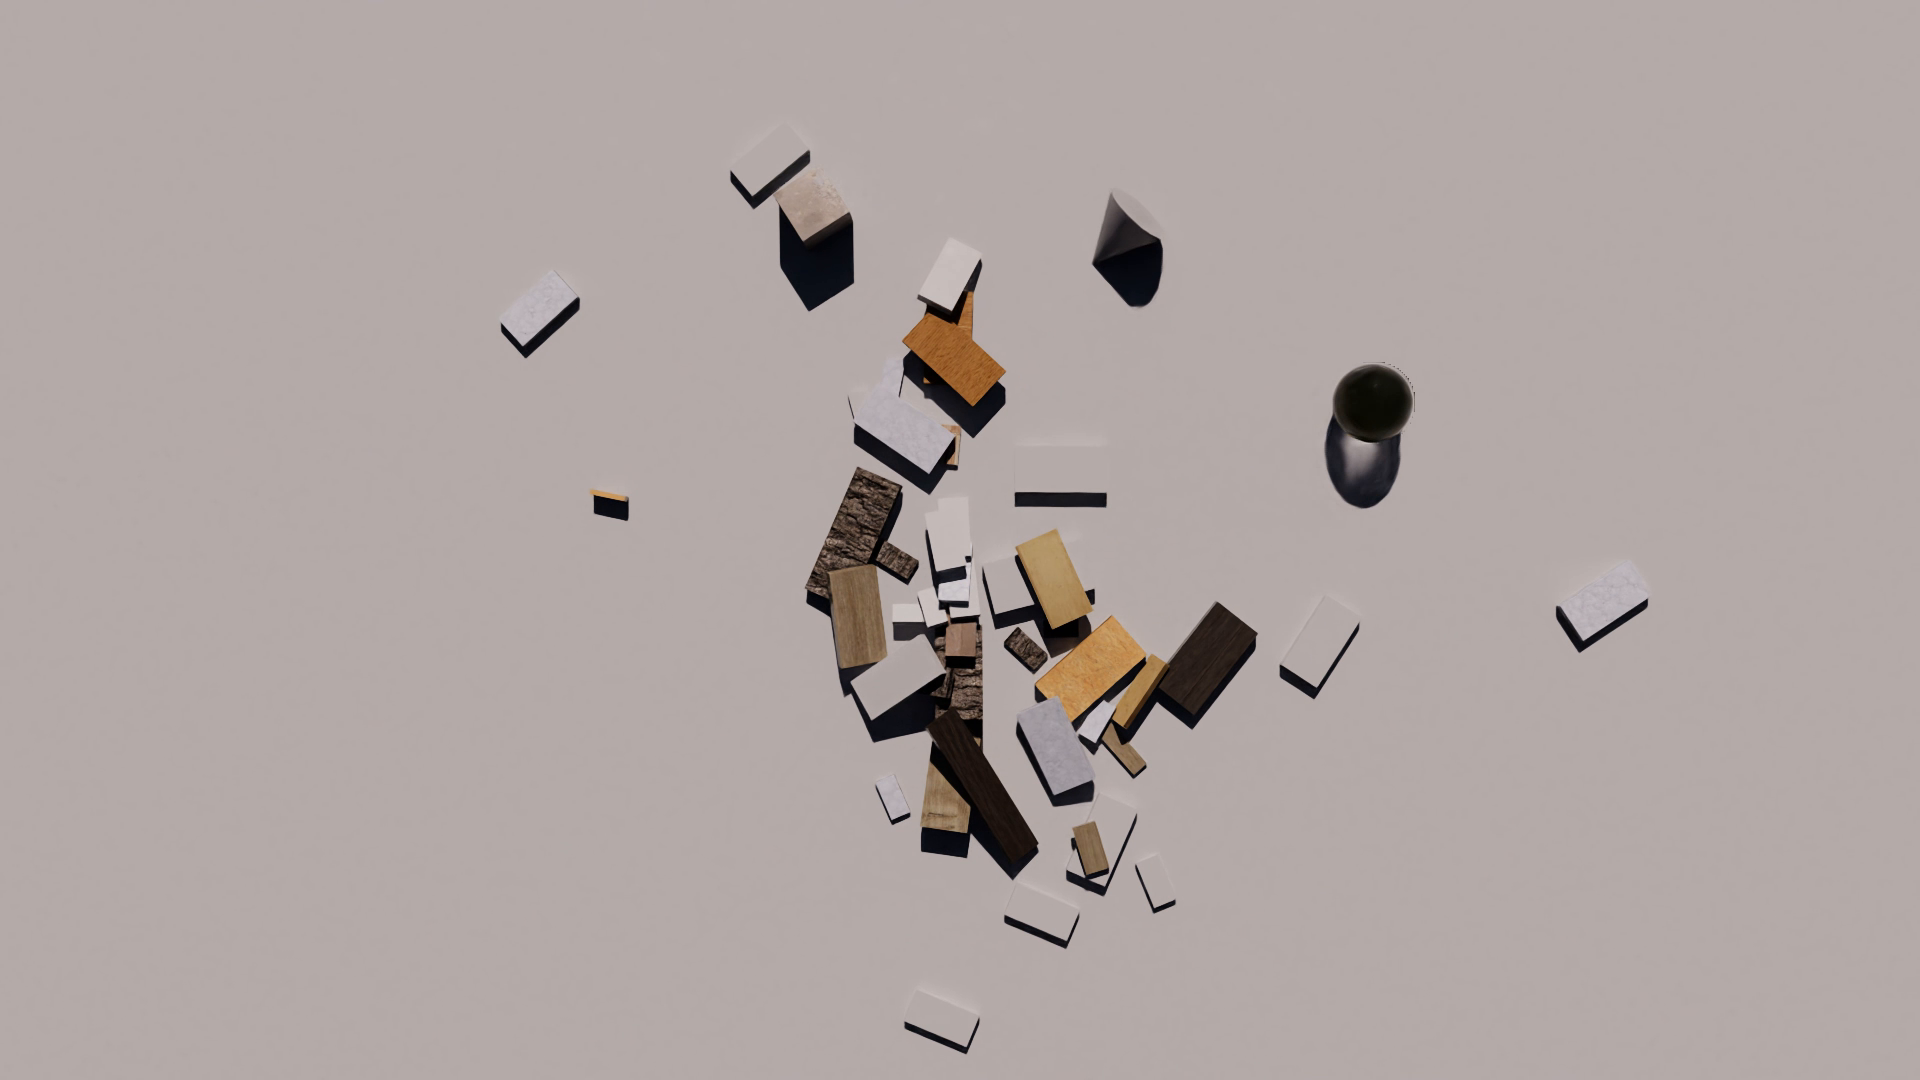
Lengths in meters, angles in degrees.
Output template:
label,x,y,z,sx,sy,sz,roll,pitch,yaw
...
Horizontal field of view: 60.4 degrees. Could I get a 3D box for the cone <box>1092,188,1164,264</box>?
label,x,y,z,sx,sy,sz,roll,pitch,yaw
cone,0.511,-0.994,5.448,0.234,0.234,0.234,44,117,0

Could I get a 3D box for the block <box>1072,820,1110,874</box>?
label,x,y,z,sx,sy,sz,roll,pitch,yaw
block,0.432,1.016,5.450,0.080,0.023,0.160,-17,90,0

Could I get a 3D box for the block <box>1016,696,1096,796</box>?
label,x,y,z,sx,sy,sz,roll,pitch,yaw
block,0.317,0.679,5.451,0.149,0.042,0.297,-24,94,14

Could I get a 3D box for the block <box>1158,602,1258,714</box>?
label,x,y,z,sx,sy,sz,roll,pitch,yaw
block,0.813,0.391,5.476,0.172,0.049,0.344,38,90,0

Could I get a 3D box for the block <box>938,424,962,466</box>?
label,x,y,z,sx,sy,sz,roll,pitch,yaw
block,-0.034,-0.317,5.491,0.065,0.018,0.130,5,90,0

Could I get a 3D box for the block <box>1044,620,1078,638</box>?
label,x,y,z,sx,sy,sz,roll,pitch,yaw
block,0.336,0.295,5.492,0.116,0.016,0.058,-2,90,0

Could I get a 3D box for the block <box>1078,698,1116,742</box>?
label,x,y,z,sx,sy,sz,roll,pitch,yaw
block,0.456,0.599,5.478,0.068,0.019,0.136,30,88,19

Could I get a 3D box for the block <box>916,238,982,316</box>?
label,x,y,z,sx,sy,sz,roll,pitch,yaw
block,-0.033,-0.870,5.438,0.122,0.035,0.245,27,68,0

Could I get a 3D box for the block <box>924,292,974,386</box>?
label,x,y,z,sx,sy,sz,roll,pitch,yaw
block,-0.038,-0.670,5.478,0.153,0.043,0.307,2,90,0

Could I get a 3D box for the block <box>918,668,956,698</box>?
label,x,y,z,sx,sy,sz,roll,pitch,yaw
block,-0.115,0.457,5.422,0.196,0.028,0.098,7,83,30

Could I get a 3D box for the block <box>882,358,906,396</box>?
label,x,y,z,sx,sy,sz,roll,pitch,yaw
block,-0.226,-0.538,5.491,0.065,0.018,0.130,11,90,0

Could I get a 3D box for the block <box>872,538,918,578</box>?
label,x,y,z,sx,sy,sz,roll,pitch,yaw
block,-0.216,0.063,5.490,0.142,0.020,0.071,32,90,0

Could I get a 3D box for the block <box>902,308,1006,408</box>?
label,x,y,z,sx,sy,sz,roll,pitch,yaw
block,-0.020,-0.605,5.434,0.319,0.045,0.159,43,90,0

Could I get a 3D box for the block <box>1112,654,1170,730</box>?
label,x,y,z,sx,sy,sz,roll,pitch,yaw
block,0.594,0.501,5.461,0.023,0.080,0.254,34,90,-37

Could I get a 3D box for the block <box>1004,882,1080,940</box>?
label,x,y,z,sx,sy,sz,roll,pitch,yaw
block,0.272,1.234,5.484,0.225,0.032,0.113,23,90,0

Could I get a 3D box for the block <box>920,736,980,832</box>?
label,x,y,z,sx,sy,sz,roll,pitch,yaw
block,-0.032,0.796,5.434,0.156,0.044,0.312,8,90,0

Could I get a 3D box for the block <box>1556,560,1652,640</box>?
label,x,y,z,sx,sy,sz,roll,pitch,yaw
block,2.141,0.200,5.480,0.276,0.039,0.138,-34,90,0

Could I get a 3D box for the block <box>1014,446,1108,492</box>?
label,x,y,z,sx,sy,sz,roll,pitch,yaw
block,0.335,-0.235,5.478,0.307,0.043,0.153,0,90,0

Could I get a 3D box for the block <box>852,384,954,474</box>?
label,x,y,z,sx,sy,sz,roll,pitch,yaw
block,-0.185,-0.368,5.460,0.307,0.043,0.153,34,90,0

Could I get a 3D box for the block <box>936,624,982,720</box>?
label,x,y,z,sx,sy,sz,roll,pitch,yaw
block,-0.003,0.438,5.446,0.156,0.044,0.312,0,78,0

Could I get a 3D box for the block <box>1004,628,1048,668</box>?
label,x,y,z,sx,sy,sz,roll,pitch,yaw
block,0.219,0.359,5.490,0.136,0.019,0.068,43,90,0

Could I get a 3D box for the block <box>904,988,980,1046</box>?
label,x,y,z,sx,sy,sz,roll,pitch,yaw
block,-0.061,1.586,5.484,0.225,0.032,0.113,23,90,0

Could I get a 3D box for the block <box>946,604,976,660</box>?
label,x,y,z,sx,sy,sz,roll,pitch,yaw
block,0.004,0.293,5.437,0.098,0.028,0.196,2,68,1

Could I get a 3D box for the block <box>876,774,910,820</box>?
label,x,y,z,sx,sy,sz,roll,pitch,yaw
block,-0.223,0.855,5.490,0.068,0.019,0.136,-24,90,0

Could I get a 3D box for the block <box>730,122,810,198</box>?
label,x,y,z,sx,sy,sz,roll,pitch,yaw
block,-0.633,-1.265,5.483,0.245,0.035,0.122,-40,90,0

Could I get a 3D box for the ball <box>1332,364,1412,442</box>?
label,x,y,z,sx,sy,sz,roll,pitch,yaw
ball,1.343,-0.445,5.372,0.255,0.255,0.255,0,90,0

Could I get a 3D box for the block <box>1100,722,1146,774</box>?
label,x,y,z,sx,sy,sz,roll,pitch,yaw
block,0.534,0.688,5.492,0.058,0.016,0.198,-41,90,0

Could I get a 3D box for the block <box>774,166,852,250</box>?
label,x,y,z,sx,sy,sz,roll,pitch,yaw
block,-0.479,-1.088,5.410,0.179,0.179,0.179,-32,90,0

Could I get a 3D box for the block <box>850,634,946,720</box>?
label,x,y,z,sx,sy,sz,roll,pitch,yaw
block,-0.203,0.451,5.416,0.297,0.042,0.149,-35,76,19

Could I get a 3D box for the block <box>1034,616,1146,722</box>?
label,x,y,z,sx,sy,sz,roll,pitch,yaw
block,0.434,0.428,5.476,0.344,0.049,0.172,-42,90,0

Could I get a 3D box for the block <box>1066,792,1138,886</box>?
label,x,y,z,sx,sy,sz,roll,pitch,yaw
block,0.471,0.993,5.480,0.138,0.039,0.276,23,90,0

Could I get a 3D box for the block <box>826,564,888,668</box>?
label,x,y,z,sx,sy,sz,roll,pitch,yaw
block,-0.338,0.250,5.425,0.159,0.045,0.319,-10,101,-17

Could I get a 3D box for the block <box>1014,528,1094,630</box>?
label,x,y,z,sx,sy,sz,roll,pitch,yaw
block,0.309,0.128,5.430,0.149,0.042,0.297,-24,90,0

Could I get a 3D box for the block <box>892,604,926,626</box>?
label,x,y,z,sx,sy,sz,roll,pitch,yaw
block,-0.152,0.248,5.470,0.142,0.020,0.071,0,52,0

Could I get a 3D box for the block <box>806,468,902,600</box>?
label,x,y,z,sx,sy,sz,roll,pitch,yaw
block,-0.352,-0.009,5.467,0.159,0.045,0.440,23,90,7

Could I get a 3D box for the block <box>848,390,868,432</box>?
label,x,y,z,sx,sy,sz,roll,pitch,yaw
block,-0.325,-0.432,5.491,0.065,0.018,0.130,-16,90,0

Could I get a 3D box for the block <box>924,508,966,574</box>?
label,x,y,z,sx,sy,sz,roll,pitch,yaw
block,-0.048,0.001,5.419,0.100,0.028,0.201,-12,75,-1

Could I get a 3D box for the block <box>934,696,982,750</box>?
label,x,y,z,sx,sy,sz,roll,pitch,yaw
block,-0.005,0.654,5.478,0.156,0.044,0.312,0,90,0

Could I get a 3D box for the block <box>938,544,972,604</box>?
label,x,y,z,sx,sy,sz,roll,pitch,yaw
block,-0.015,0.108,5.444,0.100,0.028,0.201,3,70,3

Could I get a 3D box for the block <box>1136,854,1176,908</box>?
label,x,y,z,sx,sy,sz,roll,pitch,yaw
block,0.652,1.133,5.489,0.080,0.023,0.160,-22,90,0

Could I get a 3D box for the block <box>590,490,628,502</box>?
label,x,y,z,sx,sy,sz,roll,pitch,yaw
block,-1.164,-0.148,5.471,0.116,0.058,0.016,12,90,0

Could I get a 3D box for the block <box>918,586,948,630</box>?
label,x,y,z,sx,sy,sz,roll,pitch,yaw
block,-0.089,0.224,5.452,0.071,0.020,0.142,-17,56,0

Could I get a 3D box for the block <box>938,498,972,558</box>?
label,x,y,z,sx,sy,sz,roll,pitch,yaw
block,-0.018,-0.039,5.459,0.100,0.028,0.201,-3,75,1

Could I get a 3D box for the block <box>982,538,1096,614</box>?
label,x,y,z,sx,sy,sz,roll,pitch,yaw
block,0.262,0.119,5.476,0.344,0.049,0.172,-14,90,0

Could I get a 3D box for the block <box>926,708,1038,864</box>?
label,x,y,z,sx,sy,sz,roll,pitch,yaw
block,0.074,0.807,5.405,0.113,0.032,0.553,-35,104,-16

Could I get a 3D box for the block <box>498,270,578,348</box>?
label,x,y,z,sx,sy,sz,roll,pitch,yaw
block,-1.399,-0.770,5.483,0.245,0.035,0.122,-42,90,0

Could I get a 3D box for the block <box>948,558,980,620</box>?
label,x,y,z,sx,sy,sz,roll,pitch,yaw
block,0.008,0.162,5.454,0.098,0.028,0.196,-6,70,0

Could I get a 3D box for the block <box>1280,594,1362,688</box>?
label,x,y,z,sx,sy,sz,roll,pitch,yaw
block,1.199,0.336,5.480,0.138,0.039,0.276,33,90,0
